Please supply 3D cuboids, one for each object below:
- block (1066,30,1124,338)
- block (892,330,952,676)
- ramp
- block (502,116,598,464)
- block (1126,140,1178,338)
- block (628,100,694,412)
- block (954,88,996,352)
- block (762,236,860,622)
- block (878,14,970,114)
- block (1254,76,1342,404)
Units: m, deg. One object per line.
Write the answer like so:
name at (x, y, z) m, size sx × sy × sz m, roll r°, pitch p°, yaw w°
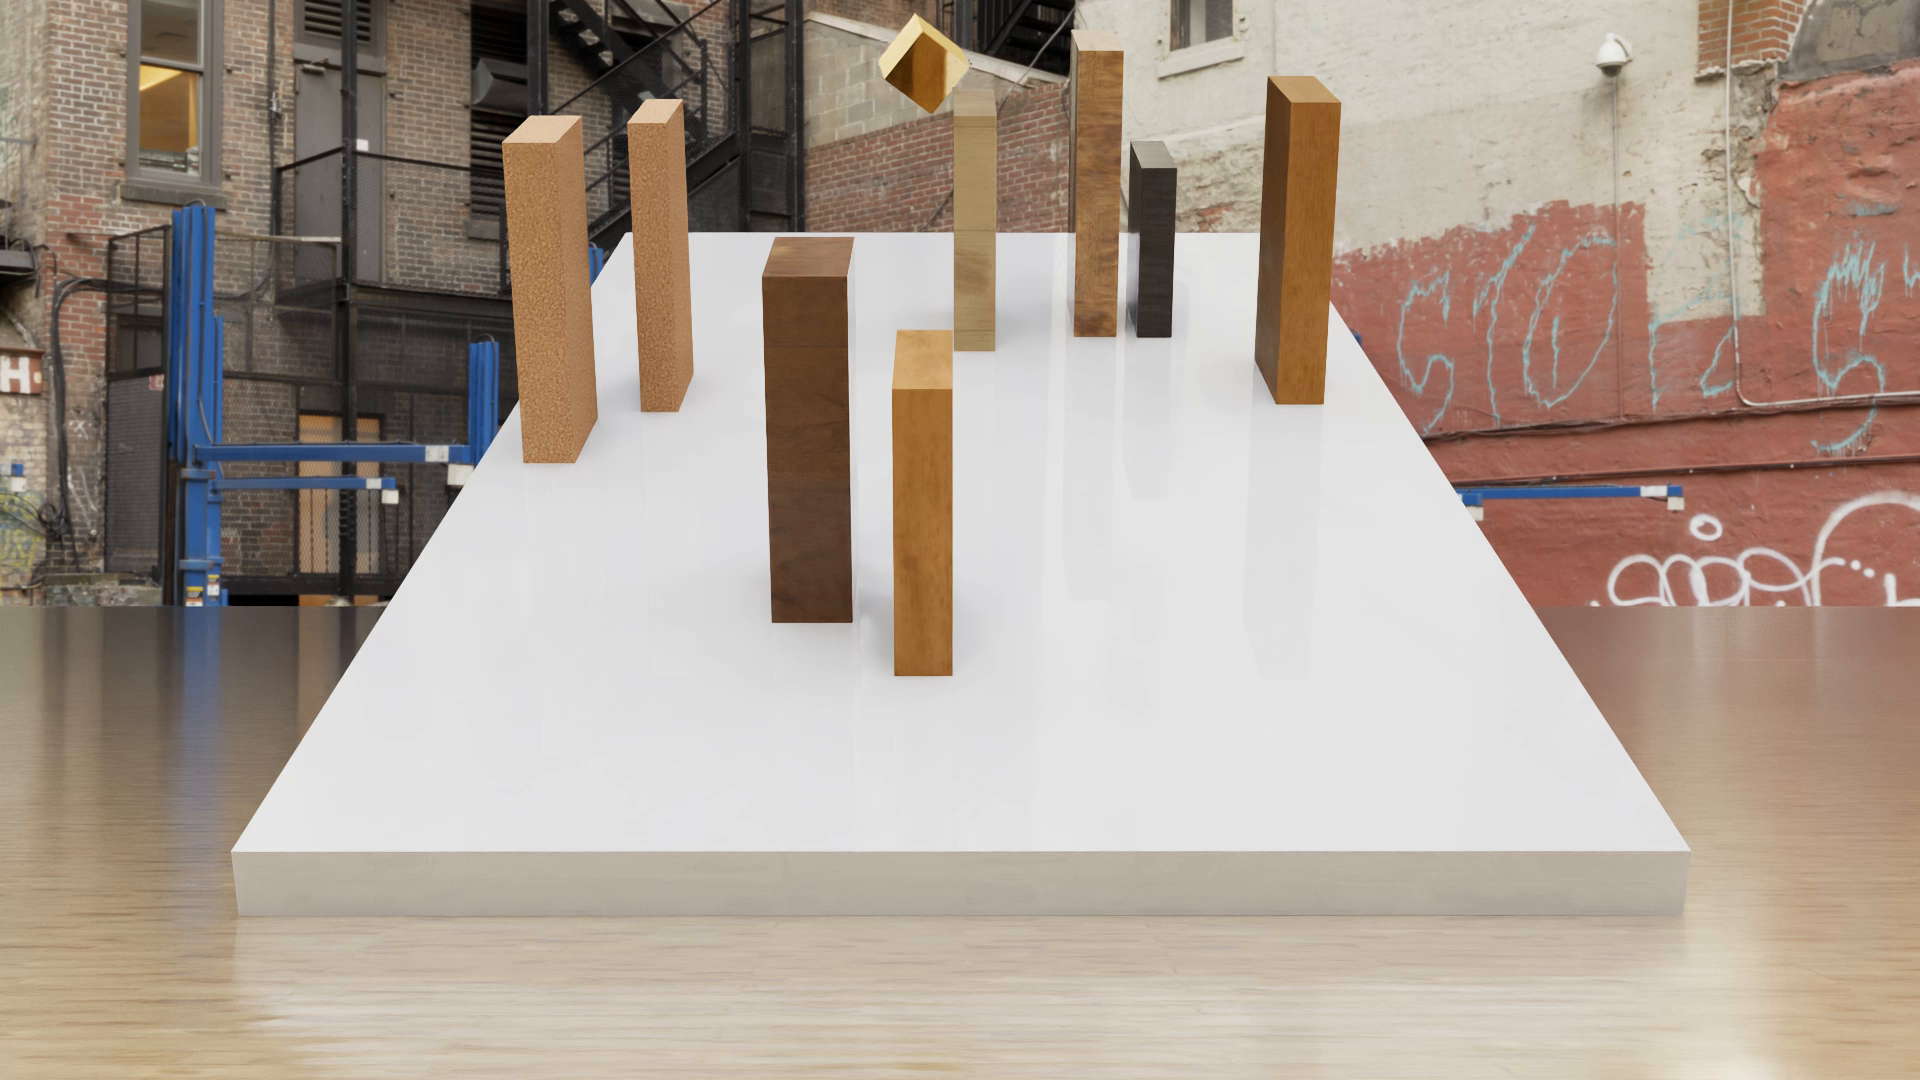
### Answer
block at (0.340, -0.912, 5.764) m, size 0.108 × 0.711 × 0.392 m, roll 0°, pitch 20°, yaw 0°
block at (-0.059, -0.068, 3.760) m, size 0.095 × 0.483 × 0.365 m, roll 0°, pitch 20°, yaw 0°
ramp at (-0.005, -0.205, 4.999) m, size 2.000 × 0.100 × 4.000 m, roll 0°, pitch 20°, yaw 0°
block at (-0.857, -0.530, 4.763) m, size 0.107 × 0.669 × 0.327 m, roll 0°, pitch 20°, yaw 0°
block at (0.488, -0.776, 5.804) m, size 0.087 × 0.429 × 0.386 m, roll 0°, pitch 20°, yaw 0°
block at (-0.673, -0.646, 5.118) m, size 0.083 × 0.646 × 0.326 m, roll 0°, pitch 20°, yaw 0°
block at (0.035, -0.807, 5.670) m, size 0.102 × 0.576 × 0.424 m, roll 0°, pitch 20°, yaw 0°
block at (-0.254, -0.195, 3.927) m, size 0.139 × 0.607 × 0.303 m, roll 0°, pitch 20°, yaw 0°
block at (-0.100, -1.309, 6.225) m, size 0.167 × 0.167 × 0.167 m, roll 33°, pitch 19°, yaw -24°
block at (0.771, -0.695, 5.208) m, size 0.108 × 0.681 × 0.394 m, roll 0°, pitch 20°, yaw 0°
